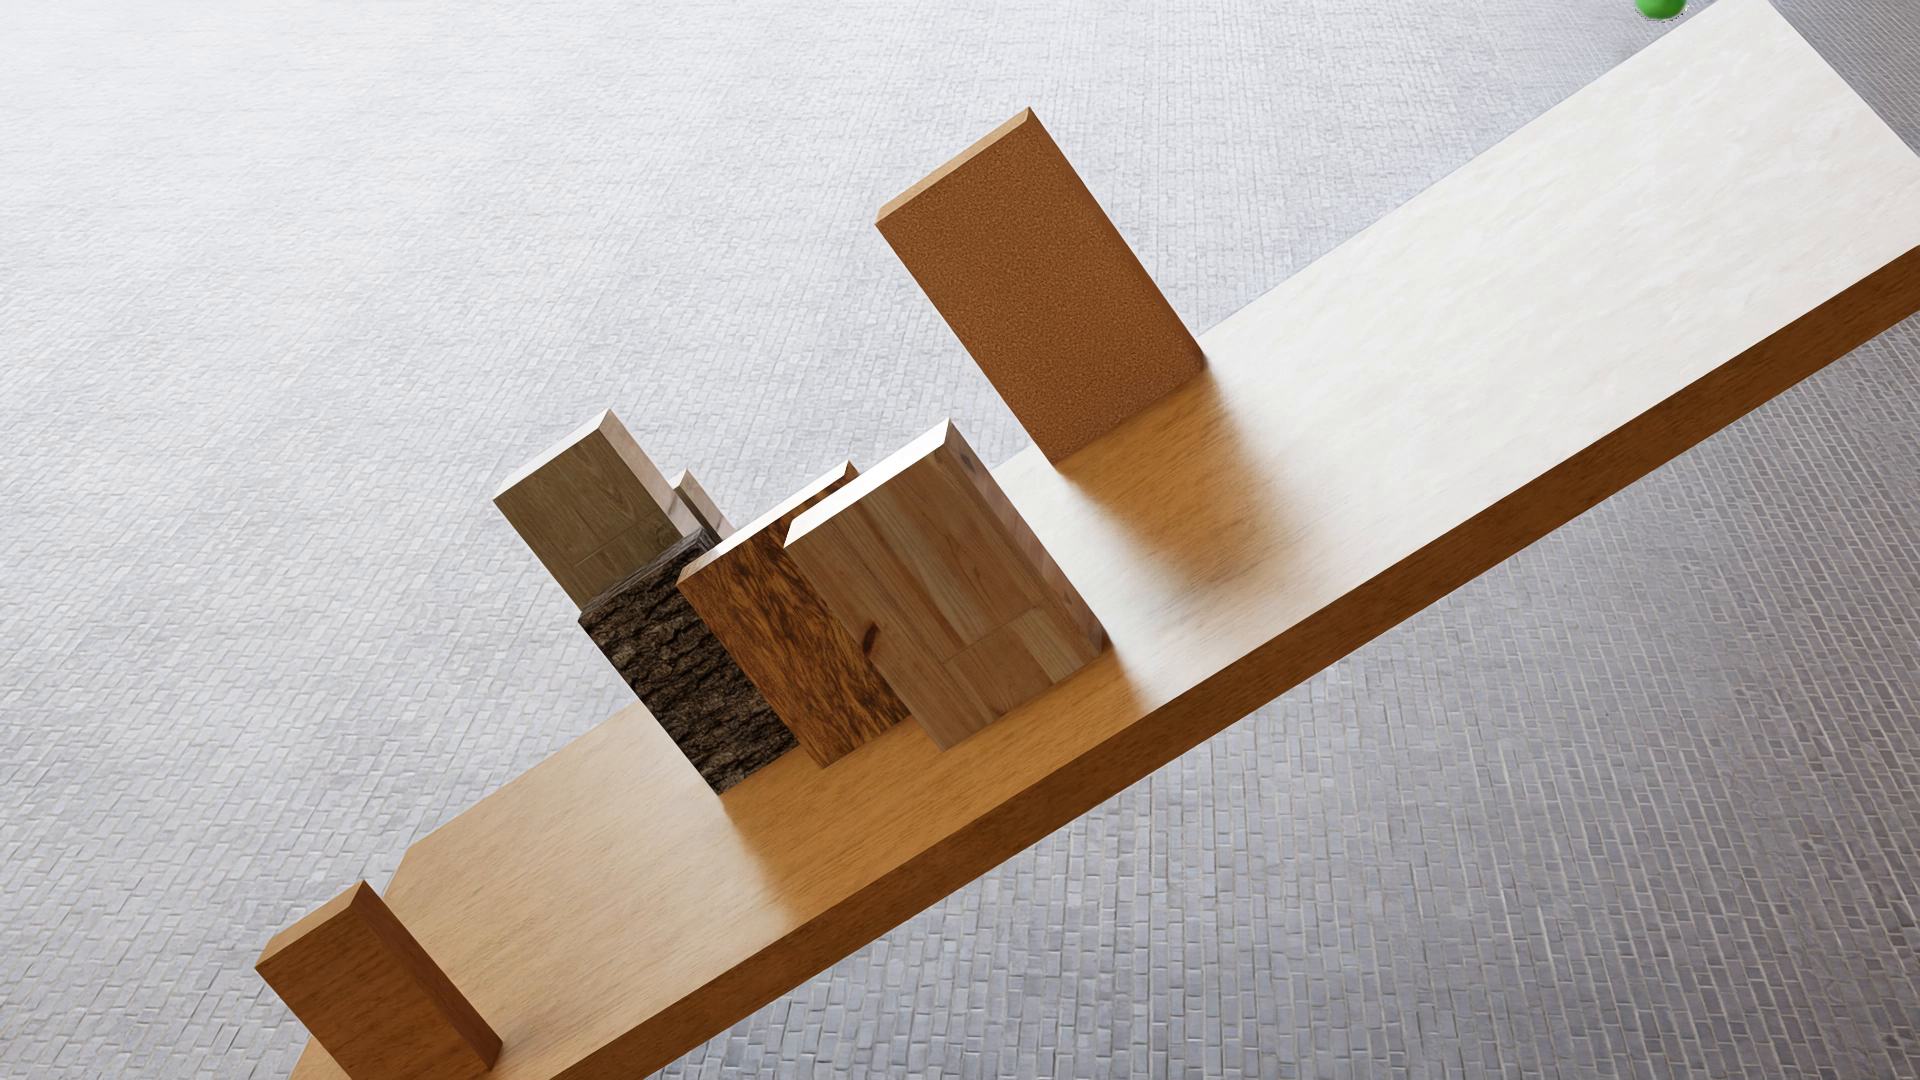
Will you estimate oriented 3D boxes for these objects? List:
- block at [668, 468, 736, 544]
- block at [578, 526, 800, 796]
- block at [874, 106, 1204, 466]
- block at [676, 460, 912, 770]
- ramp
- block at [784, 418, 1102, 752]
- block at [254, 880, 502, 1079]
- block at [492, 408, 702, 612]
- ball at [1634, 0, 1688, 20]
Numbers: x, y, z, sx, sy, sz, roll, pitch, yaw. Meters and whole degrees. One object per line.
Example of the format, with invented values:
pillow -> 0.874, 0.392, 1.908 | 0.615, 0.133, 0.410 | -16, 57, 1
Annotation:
block -> -0.600, 0.141, 6.820 | 0.304, 0.535, 0.109 | -33, 16, 15
block -> -0.543, 0.265, 6.392 | 0.322, 0.502, 0.107 | -33, 16, 15
block -> 0.189, -0.588, 6.870 | 0.428, 0.716, 0.145 | -33, 16, 15
block -> -0.259, 0.159, 6.074 | 0.429, 0.504, 0.094 | -33, 16, 15
ramp -> 0.135, 0.175, 6.308 | 4.000, 0.100, 2.000 | -33, 16, 15
block -> -0.028, 0.091, 5.727 | 0.378, 0.523, 0.147 | -33, 16, 15
block -> -1.164, 0.934, 5.906 | 0.250, 0.448, 0.113 | -33, 16, 15
block -> -0.673, 0.113, 6.582 | 0.299, 0.788, 0.137 | -33, 16, 15
ball -> 1.394, -1.090, 5.845 | 0.112, 0.112, 0.112 | 0, 22, 0
